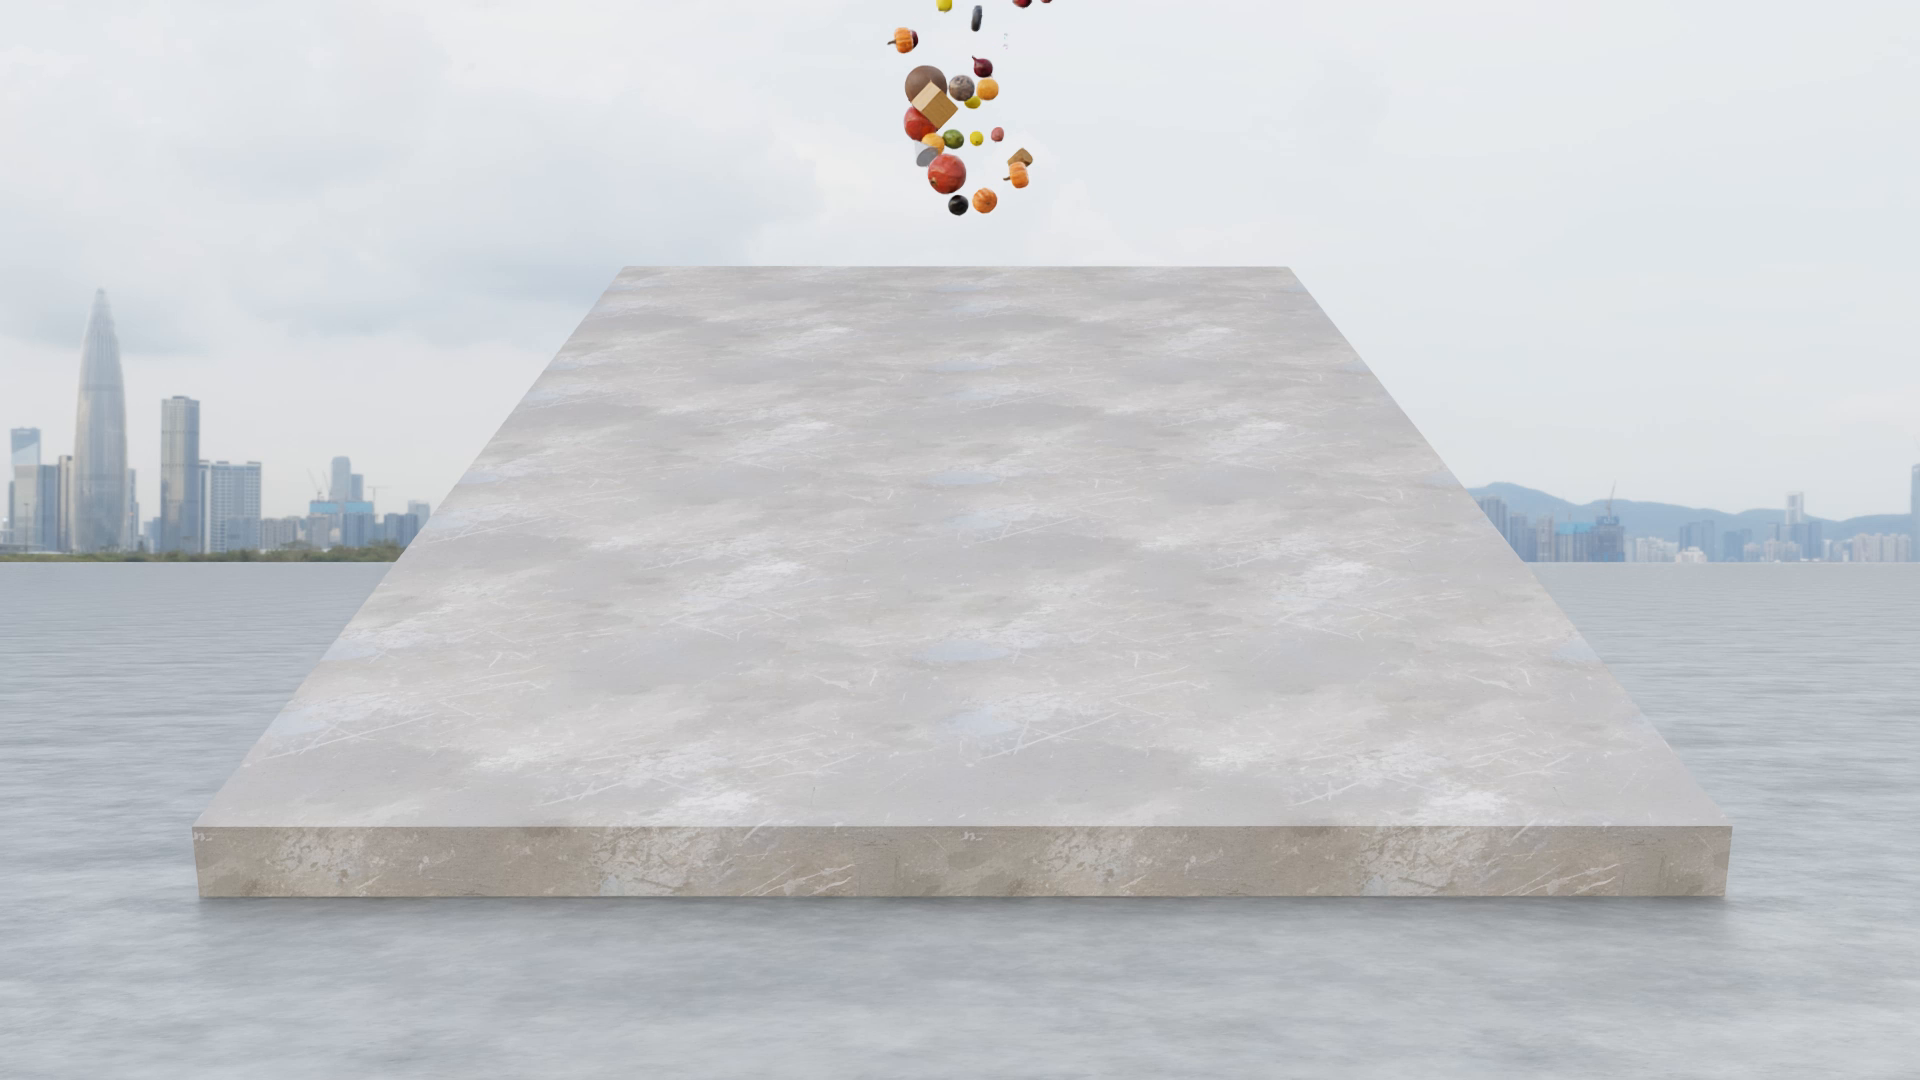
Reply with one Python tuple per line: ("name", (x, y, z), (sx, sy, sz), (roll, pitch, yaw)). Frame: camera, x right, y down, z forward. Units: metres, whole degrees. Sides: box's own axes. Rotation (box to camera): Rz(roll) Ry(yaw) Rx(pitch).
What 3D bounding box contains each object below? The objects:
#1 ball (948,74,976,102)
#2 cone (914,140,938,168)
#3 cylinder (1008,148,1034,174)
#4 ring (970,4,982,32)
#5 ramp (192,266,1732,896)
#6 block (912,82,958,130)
("ball", (0.005, -1.270, 6.260), (0.077, 0.077, 0.077), (0, 0, 0))
("cone", (-0.116, -1.154, 6.563), (0.078, 0.078, 0.078), (-27, -29, -16))
("cylinder", (0.177, -1.115, 6.554), (0.054, 0.054, 0.054), (0, -32, -49))
("ring", (0.049, -1.510, 6.448), (0.026, 0.077, 0.077), (9, 0, 4))
("ramp", (-0.003, -0.179, 4.814), (2.000, 0.100, 4.000), (0, 17, 0))
("block", (-0.071, -1.228, 6.299), (0.082, 0.082, 0.082), (40, 7, -36))
